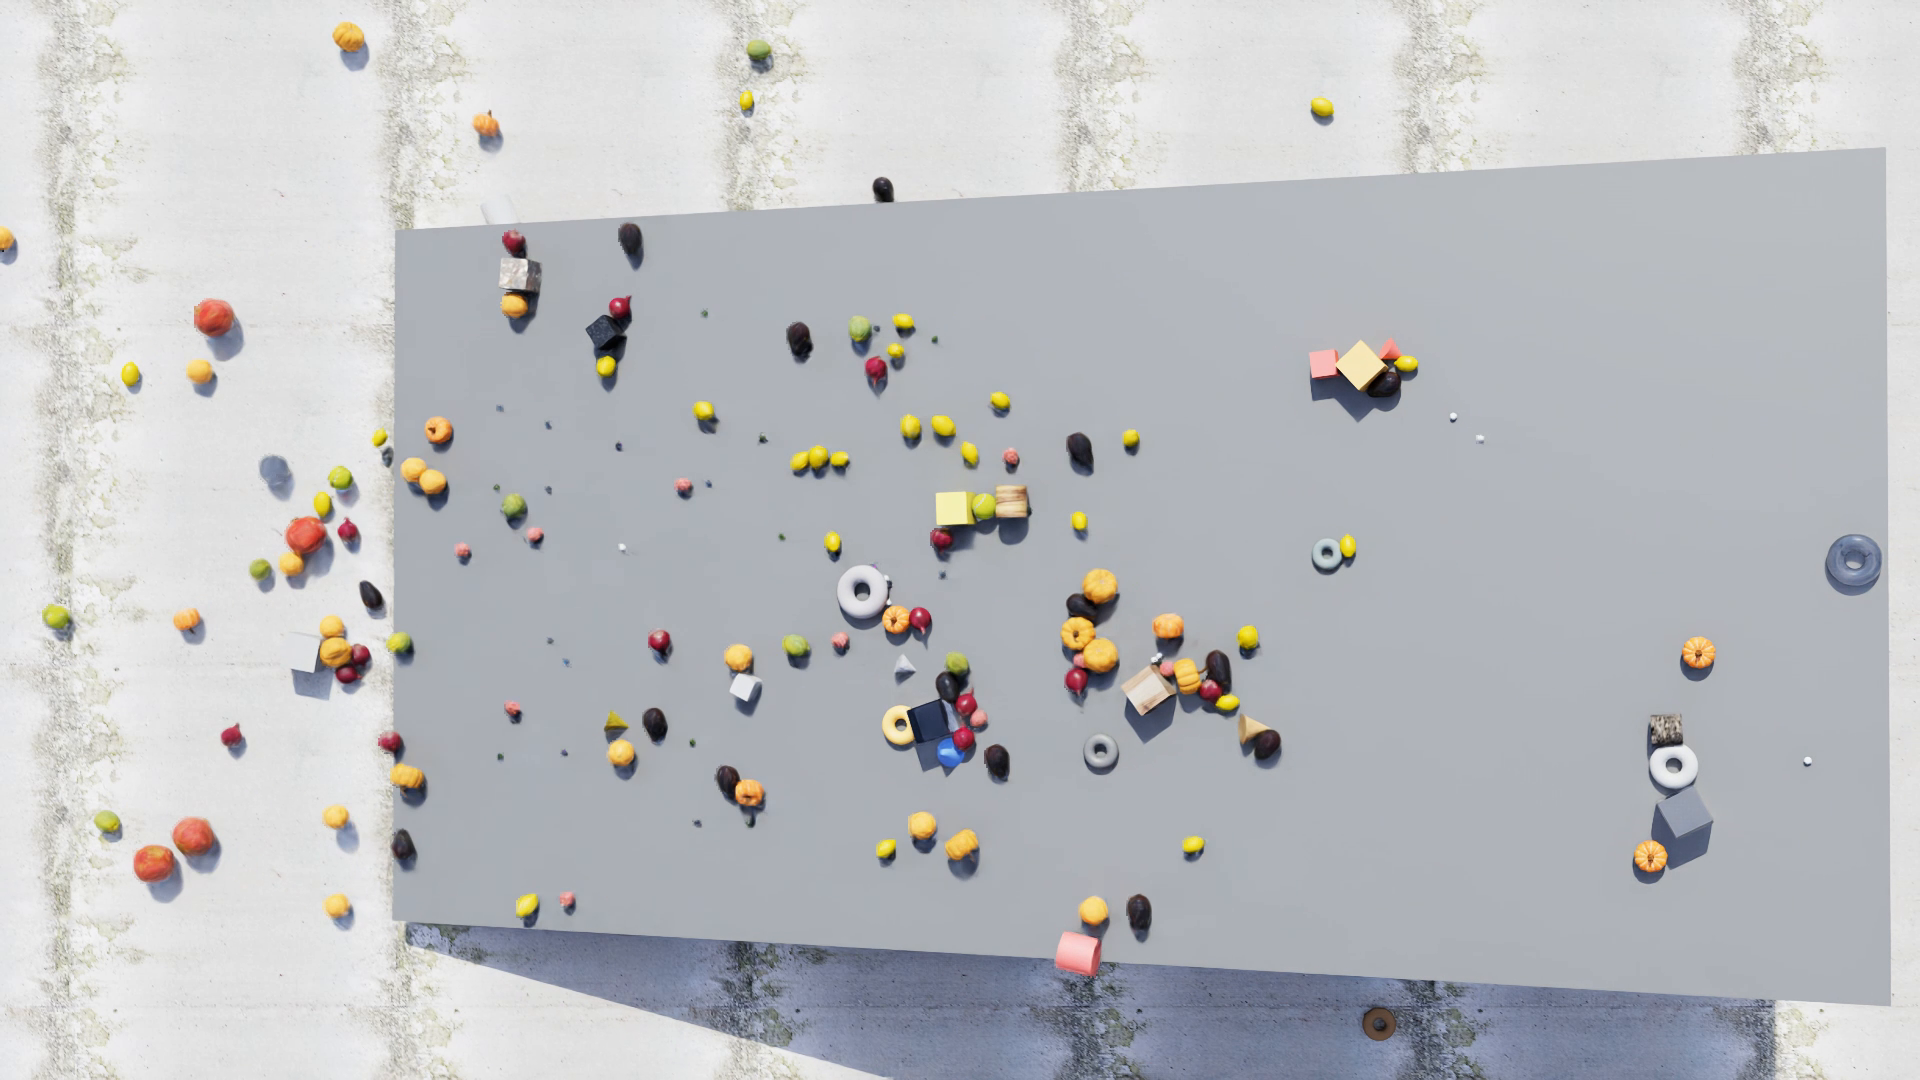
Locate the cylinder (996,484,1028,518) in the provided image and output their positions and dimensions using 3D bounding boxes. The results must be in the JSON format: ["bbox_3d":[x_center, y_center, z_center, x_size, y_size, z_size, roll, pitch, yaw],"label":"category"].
[{"bbox_3d":[0.134,-0.101,5.742,0.083,0.083,0.083,1,90,0],"label":"cylinder"}]

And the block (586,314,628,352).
[{"bbox_3d":[-0.985,-0.576,6.124,0.069,0.069,0.069,-37,79,14],"label":"block"}]

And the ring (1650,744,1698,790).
[{"bbox_3d":[1.702,0.538,5.242,0.111,0.037,0.111,0,91,22],"label":"ring"}]

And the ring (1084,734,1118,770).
[{"bbox_3d":[0.364,0.546,5.685,0.094,0.031,0.094,0,90,17],"label":"ring"}]

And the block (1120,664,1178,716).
[{"bbox_3d":[0.483,0.383,5.616,0.091,0.091,0.091,-38,78,14],"label":"block"}]

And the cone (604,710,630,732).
[{"bbox_3d":[-0.951,0.511,6.118,0.066,0.066,0.066,19,89,-9],"label":"cone"}]

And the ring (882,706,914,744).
[{"bbox_3d":[-0.157,0.493,5.855,0.105,0.035,0.105,0,90,17],"label":"ring"}]

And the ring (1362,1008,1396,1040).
[{"bbox_3d":[1.225,1.415,6.427,0.098,0.033,0.098,0,90,1],"label":"ring"}]

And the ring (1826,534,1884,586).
[{"bbox_3d":[2.084,0.046,5.122,0.123,0.041,0.123,0,90,18],"label":"ring"}]

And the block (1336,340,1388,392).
[{"bbox_3d":[0.998,-0.431,5.461,0.087,0.087,0.087,-44,77,13],"label":"block"}]

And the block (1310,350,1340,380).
[{"bbox_3d":[0.913,-0.439,5.502,0.062,0.062,0.062,-7,87,18],"label":"block"}]

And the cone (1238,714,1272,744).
[{"bbox_3d":[0.751,0.477,5.557,0.075,0.075,0.075,0,89,-8],"label":"cone"}]

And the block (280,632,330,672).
[{"bbox_3d":[-1.908,0.326,6.408,0.100,0.100,0.100,11,89,0],"label":"block"}]

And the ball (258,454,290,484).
[{"bbox_3d":[-2.003,-0.208,6.422,0.086,0.086,0.086,0,89,0],"label":"ball"}]

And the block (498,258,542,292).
[{"bbox_3d":[-1.238,-0.746,6.202,0.084,0.084,0.084,6,91,18],"label":"block"}]

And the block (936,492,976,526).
[{"bbox_3d":[-0.010,-0.082,5.789,0.083,0.083,0.083,-2,88,18],"label":"block"}]

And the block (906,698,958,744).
[{"bbox_3d":[-0.072,0.476,5.797,0.093,0.093,0.093,-21,83,17],"label":"block"}]

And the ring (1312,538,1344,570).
[{"bbox_3d":[0.921,0.035,5.512,0.080,0.027,0.080,0,90,19],"label":"ring"}]

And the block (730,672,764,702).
[{"bbox_3d":[-0.581,0.399,5.984,0.057,0.057,0.057,26,97,17],"label":"block"}]

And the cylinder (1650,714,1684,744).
[{"bbox_3d":[1.682,0.450,5.233,0.070,0.070,0.070,-4,89,18],"label":"cylinder"}]

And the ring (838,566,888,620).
[{"bbox_3d":[-0.261,0.140,5.887,0.146,0.049,0.146,-1,88,19],"label":"ring"}]

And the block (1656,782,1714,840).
[{"bbox_3d":[1.716,0.642,5.206,0.095,0.095,0.095,-30,80,16],"label":"block"}]

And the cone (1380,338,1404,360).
[{"bbox_3d":[1.082,-0.463,5.466,0.058,0.058,0.058,28,89,-10],"label":"cone"}]

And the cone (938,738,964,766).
[{"bbox_3d":[-0.037,0.563,5.792,0.077,0.077,0.077,0,89,18],"label":"cone"}]

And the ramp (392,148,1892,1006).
[{"bbox_3d":[0.277,0.092,5.789,4.000,0.100,2.000,0,89,18],"label":"ramp"}]

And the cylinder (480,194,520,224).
[{"bbox_3d":[-1.343,-0.949,6.430,0.092,0.092,0.092,-26,87,0],"label":"cylinder"}]
